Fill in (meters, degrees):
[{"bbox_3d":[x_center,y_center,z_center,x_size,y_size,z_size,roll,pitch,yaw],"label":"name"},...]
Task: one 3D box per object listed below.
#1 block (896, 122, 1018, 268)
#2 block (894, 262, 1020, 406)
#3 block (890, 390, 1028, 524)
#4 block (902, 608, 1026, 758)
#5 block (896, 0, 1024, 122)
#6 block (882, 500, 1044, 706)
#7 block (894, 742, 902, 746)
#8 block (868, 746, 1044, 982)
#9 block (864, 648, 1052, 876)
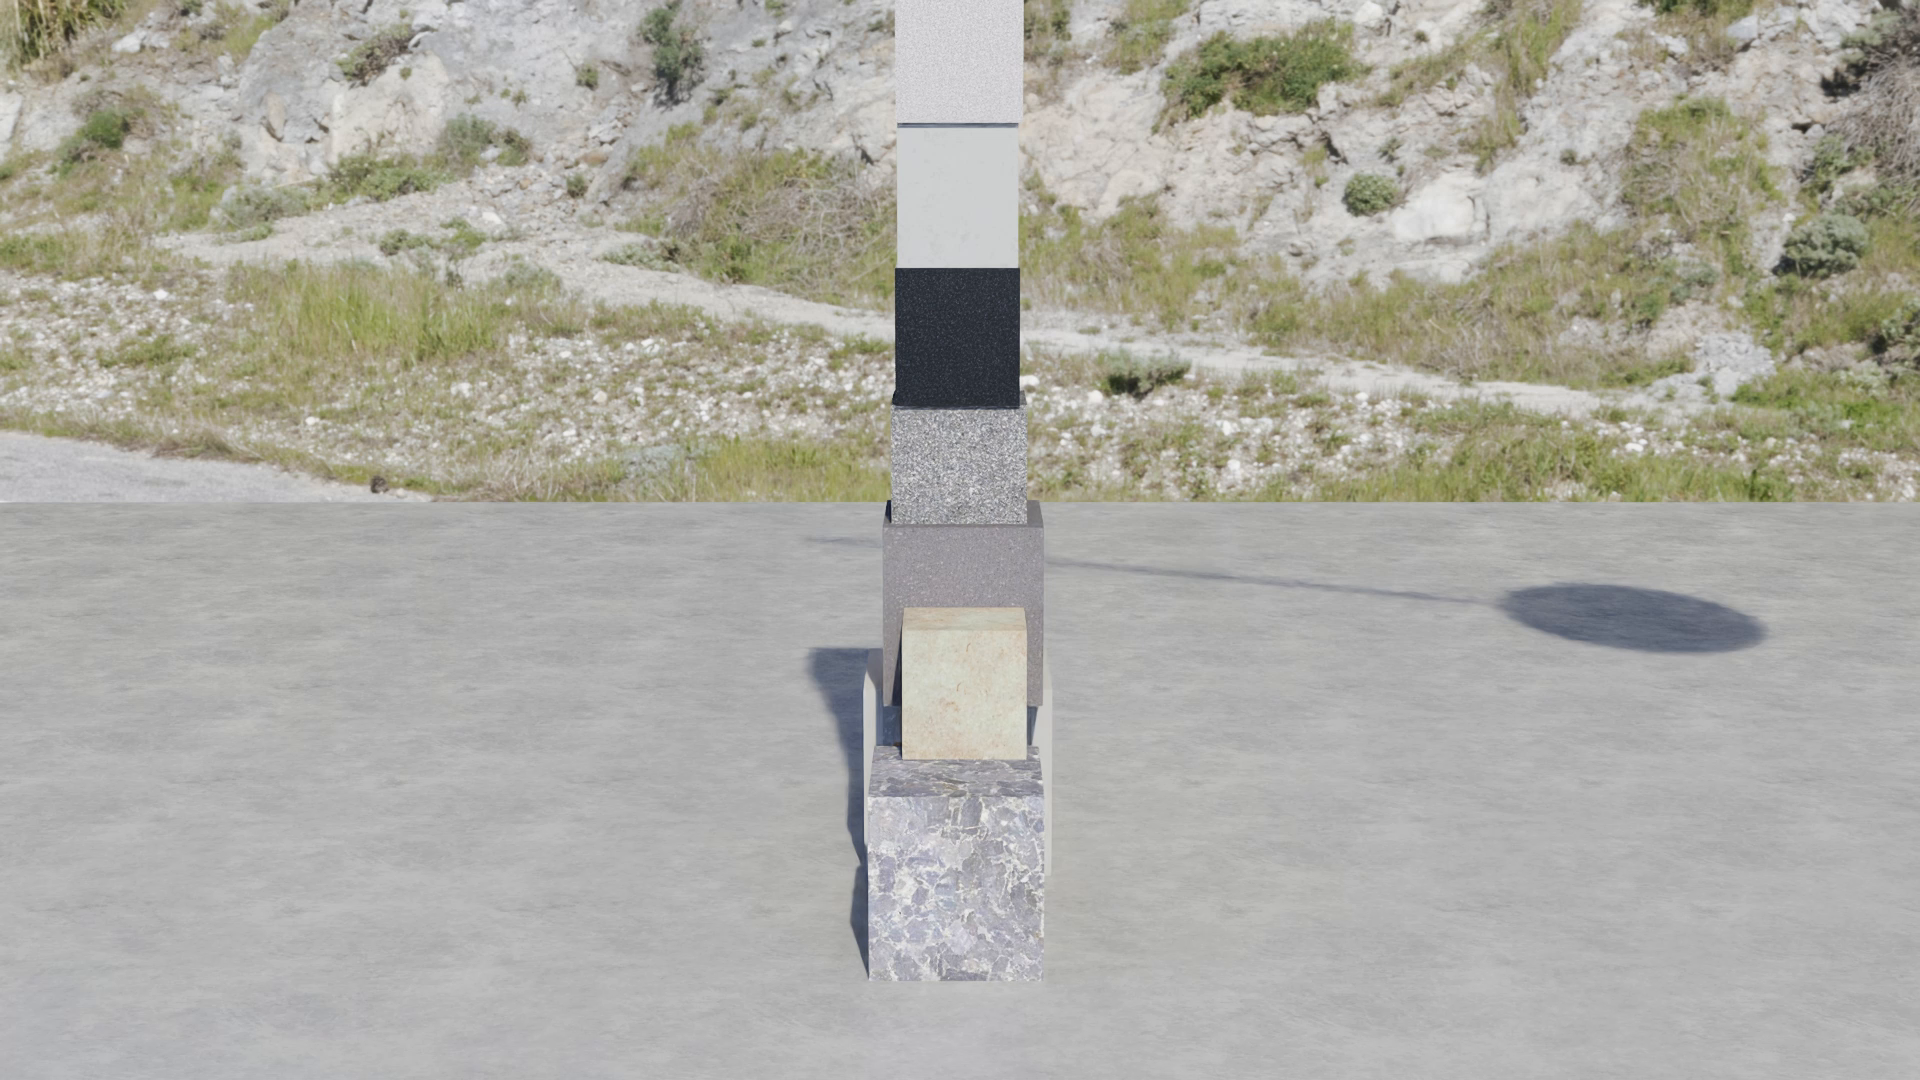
[{"bbox_3d":[-0.009,-1.477,10.912,0.504,0.597,0.502,0,10,0],"label":"block"},{"bbox_3d":[-0.010,-0.899,11.017,0.523,0.579,0.563,0,10,0],"label":"block"},{"bbox_3d":[-0.004,-0.365,11.114,0.575,0.506,0.525,0,10,0],"label":"block"},{"bbox_3d":[0.018,0.590,10.665,0.506,0.533,0.492,0,9,0],"label":"block"},{"bbox_3d":[-0.003,-2.061,10.806,0.526,0.589,0.547,0,10,0],"label":"block"},{"bbox_3d":[0.014,0.264,11.226,0.680,0.772,0.718,0,10,0],"label":"block"},{"bbox_3d":[-0.002,1.240,11.041,0.573,0.609,0.560,0,10,0],"label":"block"},{"bbox_3d":[-0.015,1.293,10.367,0.684,0.747,0.765,0,10,0],"label":"block"},{"bbox_3d":[-0.009,0.998,11.711,0.828,0.846,0.825,0,10,0],"label":"block"}]
